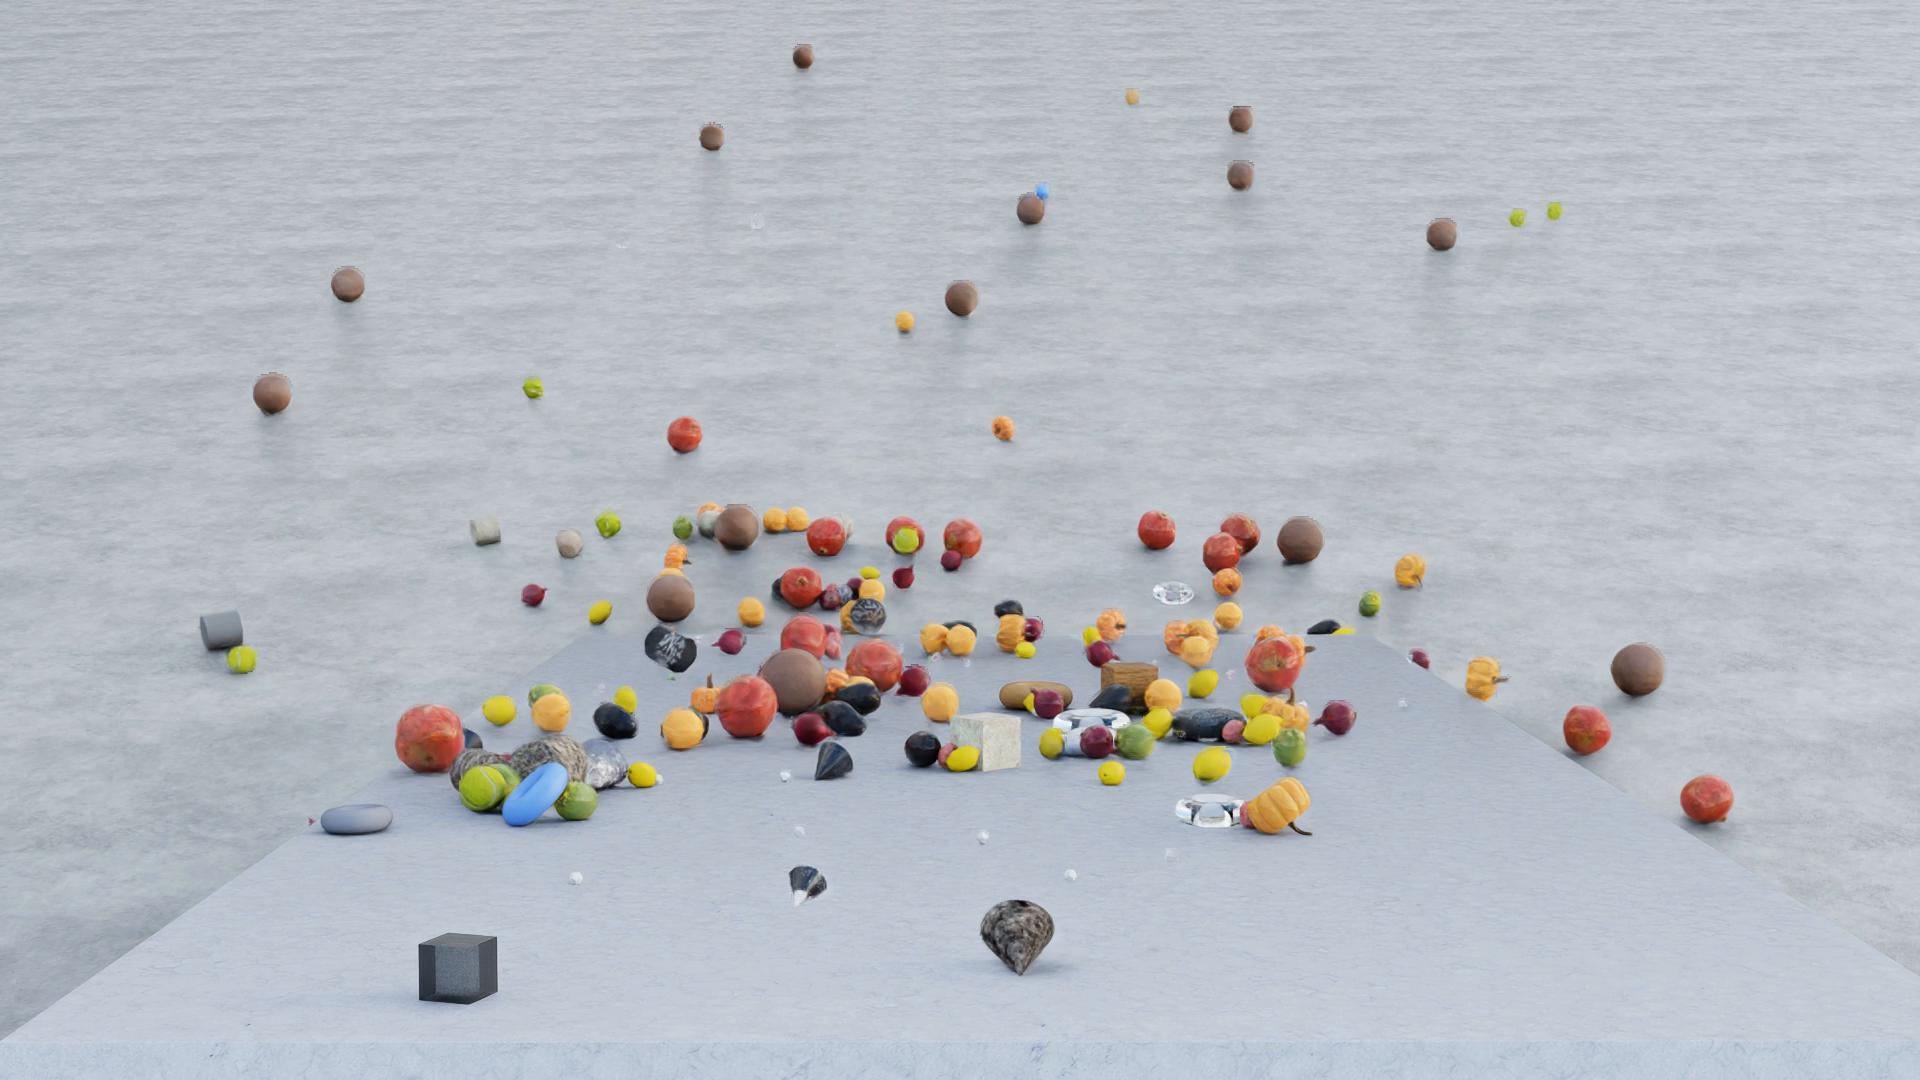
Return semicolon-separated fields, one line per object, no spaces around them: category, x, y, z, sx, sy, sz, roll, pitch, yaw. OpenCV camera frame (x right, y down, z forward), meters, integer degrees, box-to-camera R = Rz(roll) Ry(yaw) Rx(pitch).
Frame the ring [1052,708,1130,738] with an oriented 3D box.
ring;0.239;0.337;4.663;0.143;0.048;0.143;-1;4;0

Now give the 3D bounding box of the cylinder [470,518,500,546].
cylinder;-1.375;-0.024;7.444;0.069;0.069;0.069;-10;22;-24

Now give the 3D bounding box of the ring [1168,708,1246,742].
ring;0.450;0.336;4.668;0.143;0.048;0.143;0;5;0

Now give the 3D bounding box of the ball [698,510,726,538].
ball;-0.726;-0.047;7.495;0.081;0.081;0.081;0;20;0

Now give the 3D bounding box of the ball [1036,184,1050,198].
ball;0.382;-1.612;11.875;0.062;0.062;0.062;0;20;0

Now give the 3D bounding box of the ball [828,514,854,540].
ball;-0.345;-0.040;7.483;0.076;0.076;0.076;0;20;0

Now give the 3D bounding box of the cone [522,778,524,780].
cone;-0.658;0.384;3.869;0.053;0.053;0.053;0;4;0

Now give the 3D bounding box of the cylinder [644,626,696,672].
cylinder;-0.638;0.240;5.656;0.083;0.083;0.083;-17;30;-40

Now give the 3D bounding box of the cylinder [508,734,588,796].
cylinder;-0.641;0.356;3.994;0.094;0.094;0.094;6;5;15

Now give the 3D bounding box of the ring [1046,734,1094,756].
ring;0.192;0.358;4.473;0.086;0.029;0.086;-1;4;0

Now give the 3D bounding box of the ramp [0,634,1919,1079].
ramp;0.046;0.418;4.535;2.000;0.100;4.000;0;4;0

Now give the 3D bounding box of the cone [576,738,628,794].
cone;-0.587;0.378;4.073;0.090;0.090;0.090;8;33;20

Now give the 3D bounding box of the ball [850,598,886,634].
ball;-0.235;0.194;6.542;0.093;0.093;0.093;0;20;0

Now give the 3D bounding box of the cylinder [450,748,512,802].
cylinder;-0.744;0.366;3.994;0.075;0.075;0.075;-13;10;-32

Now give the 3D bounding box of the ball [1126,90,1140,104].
ball;0.952;-2.446;14.169;0.081;0.081;0.081;0;20;0

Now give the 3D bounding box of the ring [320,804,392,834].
ring;-0.873;0.404;3.716;0.103;0.034;0.103;-3;1;0

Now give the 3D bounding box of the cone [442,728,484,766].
cone;-0.845;0.366;4.320;0.072;0.072;0.072;1;30;3

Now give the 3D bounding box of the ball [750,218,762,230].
ball;-0.892;-1.390;11.273;0.053;0.053;0.053;0;20;0

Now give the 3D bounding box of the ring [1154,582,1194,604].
ring;0.584;0.145;7.026;0.111;0.037;0.111;1;20;-1

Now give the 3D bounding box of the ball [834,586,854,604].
ball;-0.316;0.149;6.994;0.050;0.050;0.050;0;20;0

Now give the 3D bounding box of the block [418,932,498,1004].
block;-0.532;0.454;2.721;0.060;0.060;0.060;1;4;19

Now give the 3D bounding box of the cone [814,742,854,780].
cone;-0.220;0.375;4.194;0.066;0.066;0.066;12;37;30

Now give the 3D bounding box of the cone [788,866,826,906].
cone;-0.198;0.442;3.202;0.050;0.050;0.050;5;31;14

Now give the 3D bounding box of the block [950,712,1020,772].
block;0.043;0.339;4.328;0.084;0.084;0.084;-3;5;-41

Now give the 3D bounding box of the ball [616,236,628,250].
ball;-1.435;-1.262;10.911;0.056;0.056;0.056;0;20;0

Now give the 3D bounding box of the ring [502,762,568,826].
ring;-0.626;0.375;3.783;0.116;0.039;0.116;-38;15;12

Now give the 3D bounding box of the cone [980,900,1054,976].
cone;0.065;0.457;2.845;0.083;0.083;0.083;0;30;0

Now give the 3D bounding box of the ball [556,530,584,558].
ball;-1.116;0.013;7.333;0.078;0.078;0.078;0;20;0

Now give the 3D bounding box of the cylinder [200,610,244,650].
cylinder;-1.926;0.235;6.696;0.090;0.090;0.090;-10;22;-27

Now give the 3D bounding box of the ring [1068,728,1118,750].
ring;0.235;0.352;4.550;0.093;0.031;0.093;-1;5;0

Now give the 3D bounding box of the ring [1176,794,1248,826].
ring;0.371;0.398;3.782;0.108;0.036;0.108;0;5;0

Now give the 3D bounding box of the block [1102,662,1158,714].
block;0.333;0.291;5.043;0.090;0.090;0.090;-1;4;-13

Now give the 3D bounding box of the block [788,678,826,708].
block;-0.306;0.304;5.127;0.052;0.052;0.052;2;4;35

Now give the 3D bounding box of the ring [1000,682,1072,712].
ring;0.150;0.309;5.084;0.146;0.049;0.146;1;3;0
